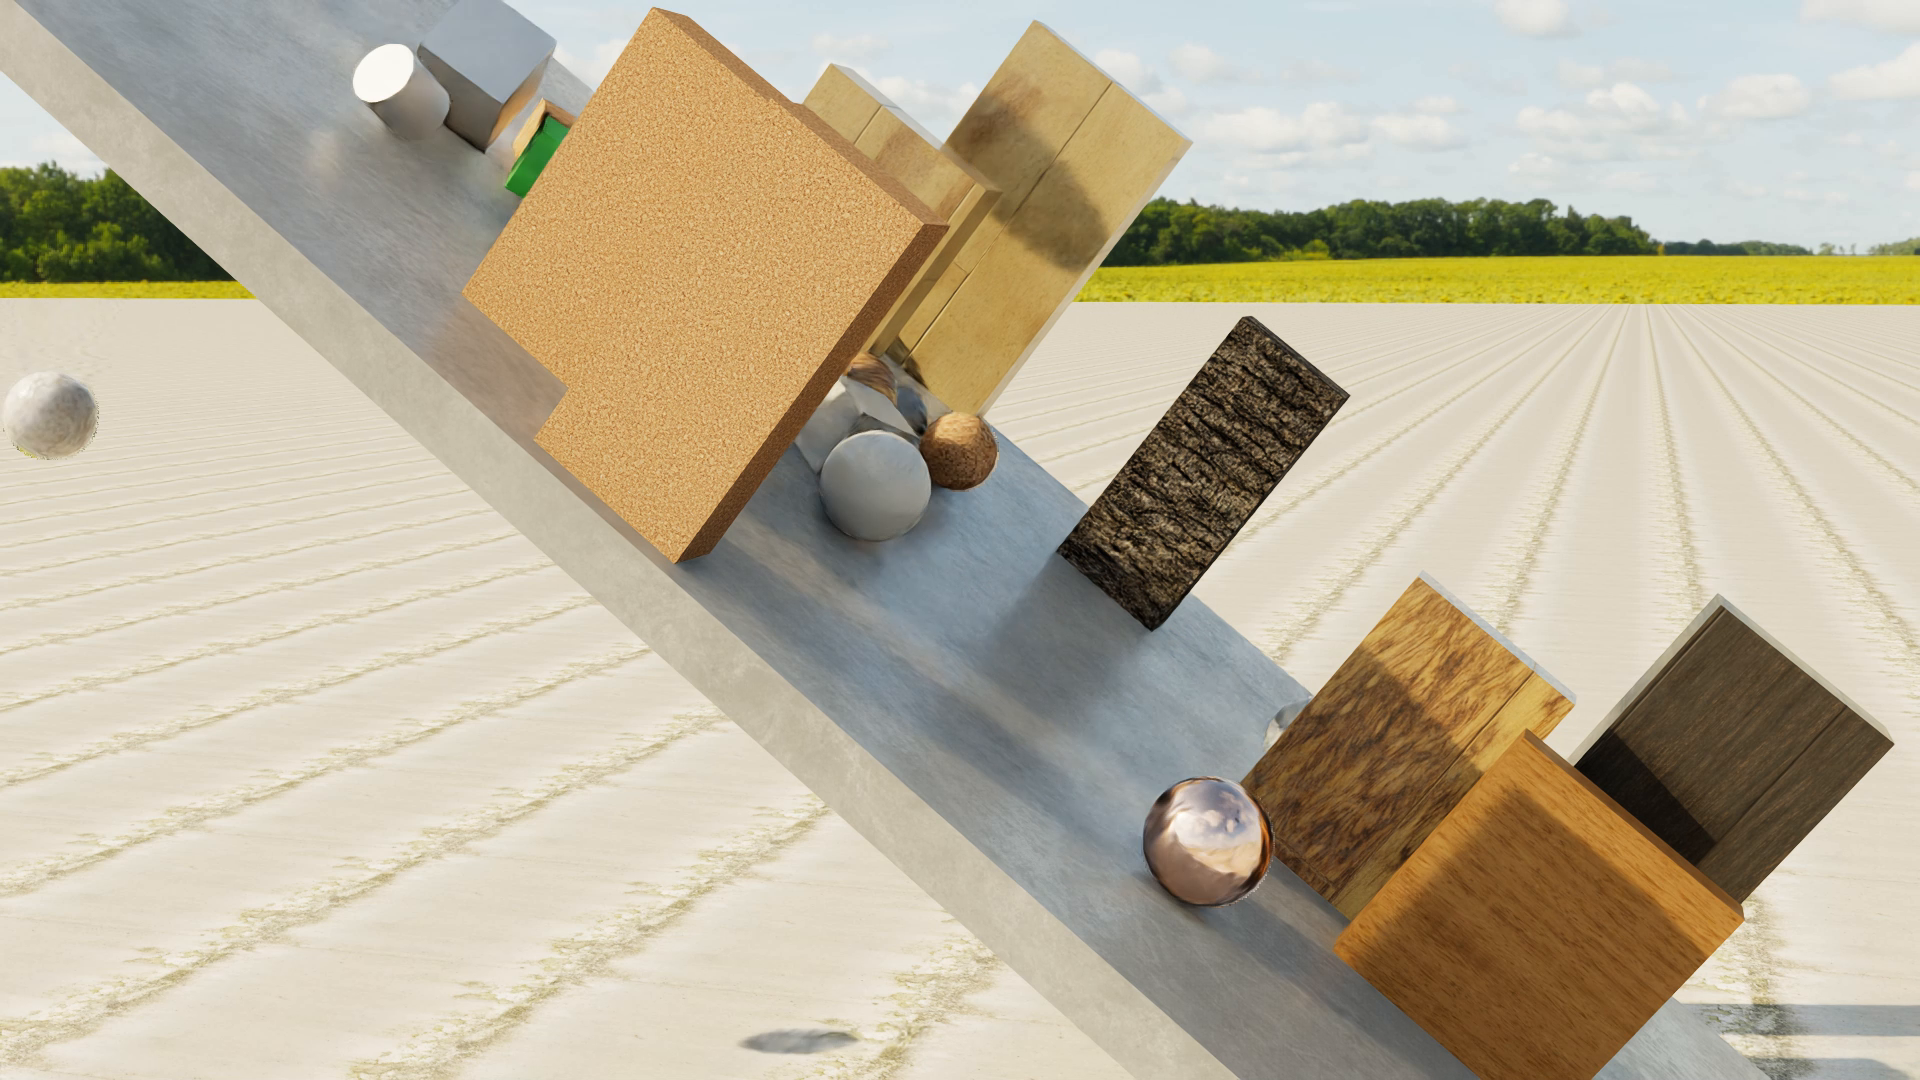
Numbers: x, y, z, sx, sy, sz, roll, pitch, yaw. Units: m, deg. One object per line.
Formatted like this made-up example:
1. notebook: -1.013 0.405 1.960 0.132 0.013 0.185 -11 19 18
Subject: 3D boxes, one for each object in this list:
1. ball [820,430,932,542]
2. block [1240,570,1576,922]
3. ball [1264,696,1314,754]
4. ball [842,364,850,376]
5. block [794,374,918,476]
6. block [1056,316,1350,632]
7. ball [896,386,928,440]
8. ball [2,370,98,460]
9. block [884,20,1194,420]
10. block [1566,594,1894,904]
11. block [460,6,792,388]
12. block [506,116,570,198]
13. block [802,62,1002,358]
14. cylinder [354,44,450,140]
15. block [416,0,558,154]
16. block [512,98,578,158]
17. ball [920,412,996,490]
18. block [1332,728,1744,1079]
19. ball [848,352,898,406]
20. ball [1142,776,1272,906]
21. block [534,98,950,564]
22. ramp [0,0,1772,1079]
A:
1. ball: -0.144 -0.091 3.744 0.190 0.190 0.190 0 7 0
2. block: 0.746 0.365 3.770 0.331 0.535 0.089 40 16 9
3. ball: 0.670 0.393 4.148 0.194 0.194 0.194 0 7 0
4. ball: -0.273 -0.326 4.048 0.145 0.145 0.145 0 7 0
5. block: -0.196 -0.192 3.998 0.143 0.143 0.143 23 22 -42
6. block: 0.491 -0.134 4.463 0.257 0.611 0.121 40 16 9
7. ball: -0.122 -0.244 4.332 0.122 0.122 0.122 0 7 0
8. ball: -2.007 -0.276 4.853 0.195 0.195 0.195 0 7 0
9. block: 0.104 -0.699 4.879 0.425 0.784 0.097 40 16 9
10. block: 1.185 0.516 3.810 0.354 0.800 0.146 40 16 9
11. block: -0.507 -0.521 3.484 0.290 0.557 0.132 40 16 9
12. block: -0.773 -0.708 4.206 0.131 0.131 0.131 32 17 -19
13. block: -0.234 -0.639 4.498 0.414 0.503 0.123 40 16 9
14. cylinder: -0.993 -0.796 3.913 0.122 0.122 0.122 3 -23 22
15. block: -0.914 -0.898 4.188 0.186 0.186 0.186 36 -30 -7
16. block: -0.807 -0.788 4.386 0.114 0.114 0.114 28 18 -31
17. ball: -0.004 -0.175 4.346 0.153 0.153 0.153 0 7 0
18. block: 0.923 0.625 3.537 0.432 0.475 0.080 40 16 9
19. ball: -0.201 -0.277 4.179 0.166 0.166 0.166 0 7 0
20. ball: 0.375 0.456 3.333 0.197 0.197 0.197 0 7 0
21. block: -0.318 -0.296 3.165 0.282 0.614 0.126 40 16 9
22. ramp: -0.027 0.080 4.052 4.000 0.100 2.000 40 16 9
